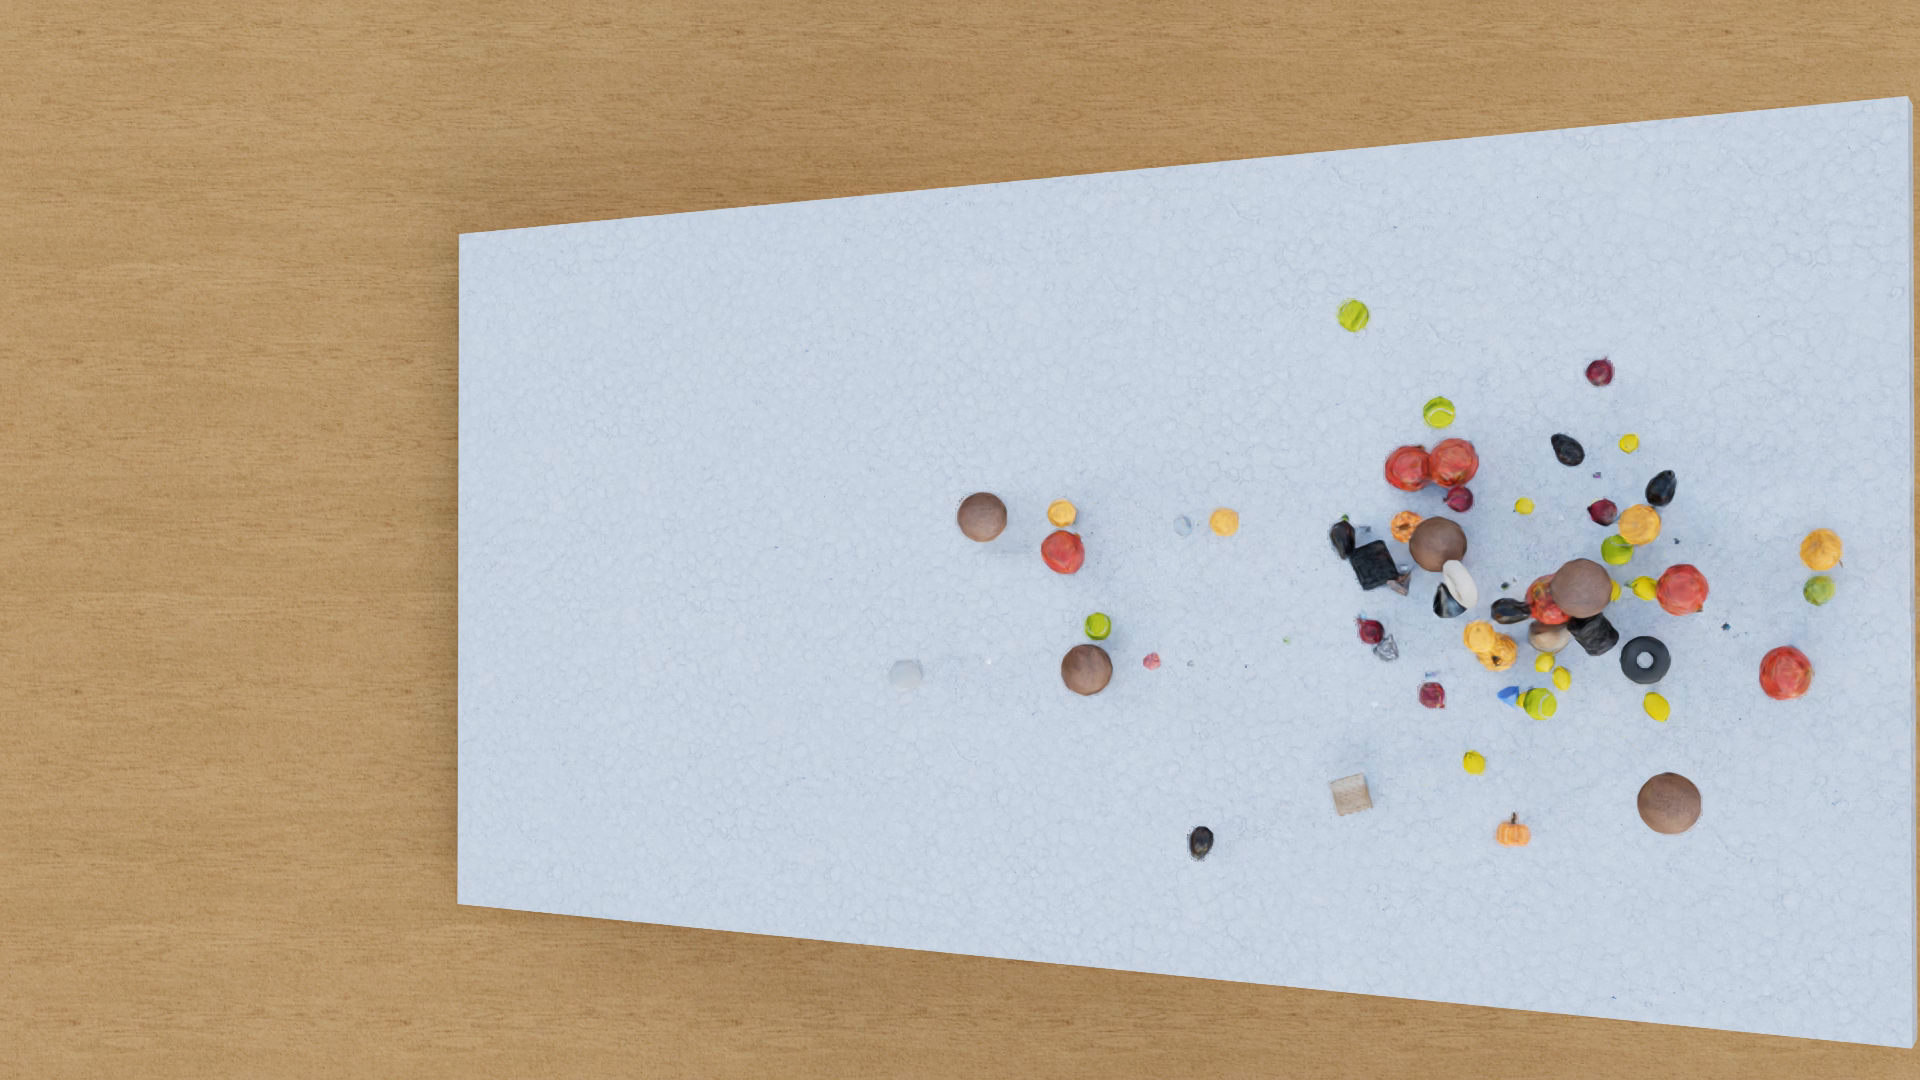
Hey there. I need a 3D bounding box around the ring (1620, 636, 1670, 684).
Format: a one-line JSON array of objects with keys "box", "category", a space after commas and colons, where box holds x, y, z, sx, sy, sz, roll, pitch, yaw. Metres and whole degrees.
[{"box": [1.509, 0.265, 4.843, 0.108, 0.036, 0.108, -5, 77, 25], "category": "ring"}]

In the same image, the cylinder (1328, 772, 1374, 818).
[{"box": [0.918, 0.599, 5.165, 0.084, 0.084, 0.084, -16, 80, 0], "category": "cylinder"}]

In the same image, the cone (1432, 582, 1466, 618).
[{"box": [1.112, 0.120, 5.041, 0.088, 0.088, 0.088, -17, 49, 20], "category": "cone"}]

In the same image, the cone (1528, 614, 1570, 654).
[{"box": [1.312, 0.212, 4.944, 0.094, 0.094, 0.094, 0, 89, 30], "category": "cone"}]

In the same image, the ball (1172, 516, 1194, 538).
[{"box": [0.547, -0.034, 5.396, 0.055, 0.055, 0.055, 0, 89, 0], "category": "ball"}]

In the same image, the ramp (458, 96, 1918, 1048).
[{"box": [0.273, 0.076, 5.636, 4.000, 0.100, 2.000, 0, 89, 29], "category": "ramp"}]

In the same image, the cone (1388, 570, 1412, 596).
[{"box": [1.036, 0.091, 5.121, 0.058, 0.058, 0.058, 41, 76, 0], "category": "cone"}]

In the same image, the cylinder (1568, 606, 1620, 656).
[{"box": [1.405, 0.203, 4.880, 0.080, 0.080, 0.080, -42, 104, 0], "category": "cylinder"}]

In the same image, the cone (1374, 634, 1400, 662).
[{"box": [0.992, 0.238, 5.088, 0.061, 0.061, 0.061, 5, 131, 0], "category": "cone"}]

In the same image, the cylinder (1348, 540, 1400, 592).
[{"box": [0.966, 0.059, 5.140, 0.091, 0.091, 0.091, -22, 78, 0], "category": "cylinder"}]

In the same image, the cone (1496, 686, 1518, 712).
[{"box": [1.260, 0.369, 5.012, 0.054, 0.054, 0.054, -30, 104, 0], "category": "cone"}]

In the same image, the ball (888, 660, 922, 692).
[{"box": [-0.144, 0.356, 5.760, 0.085, 0.085, 0.085, 0, 89, 0], "category": "ball"}]

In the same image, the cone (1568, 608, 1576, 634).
[{"box": [1.398, 0.187, 4.934, 0.056, 0.056, 0.056, 11, 89, 4], "category": "cone"}]

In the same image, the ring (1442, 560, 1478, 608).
[{"box": [1.130, 0.098, 4.968, 0.039, 0.118, 0.118, -26, 89, -3], "category": "ring"}]
